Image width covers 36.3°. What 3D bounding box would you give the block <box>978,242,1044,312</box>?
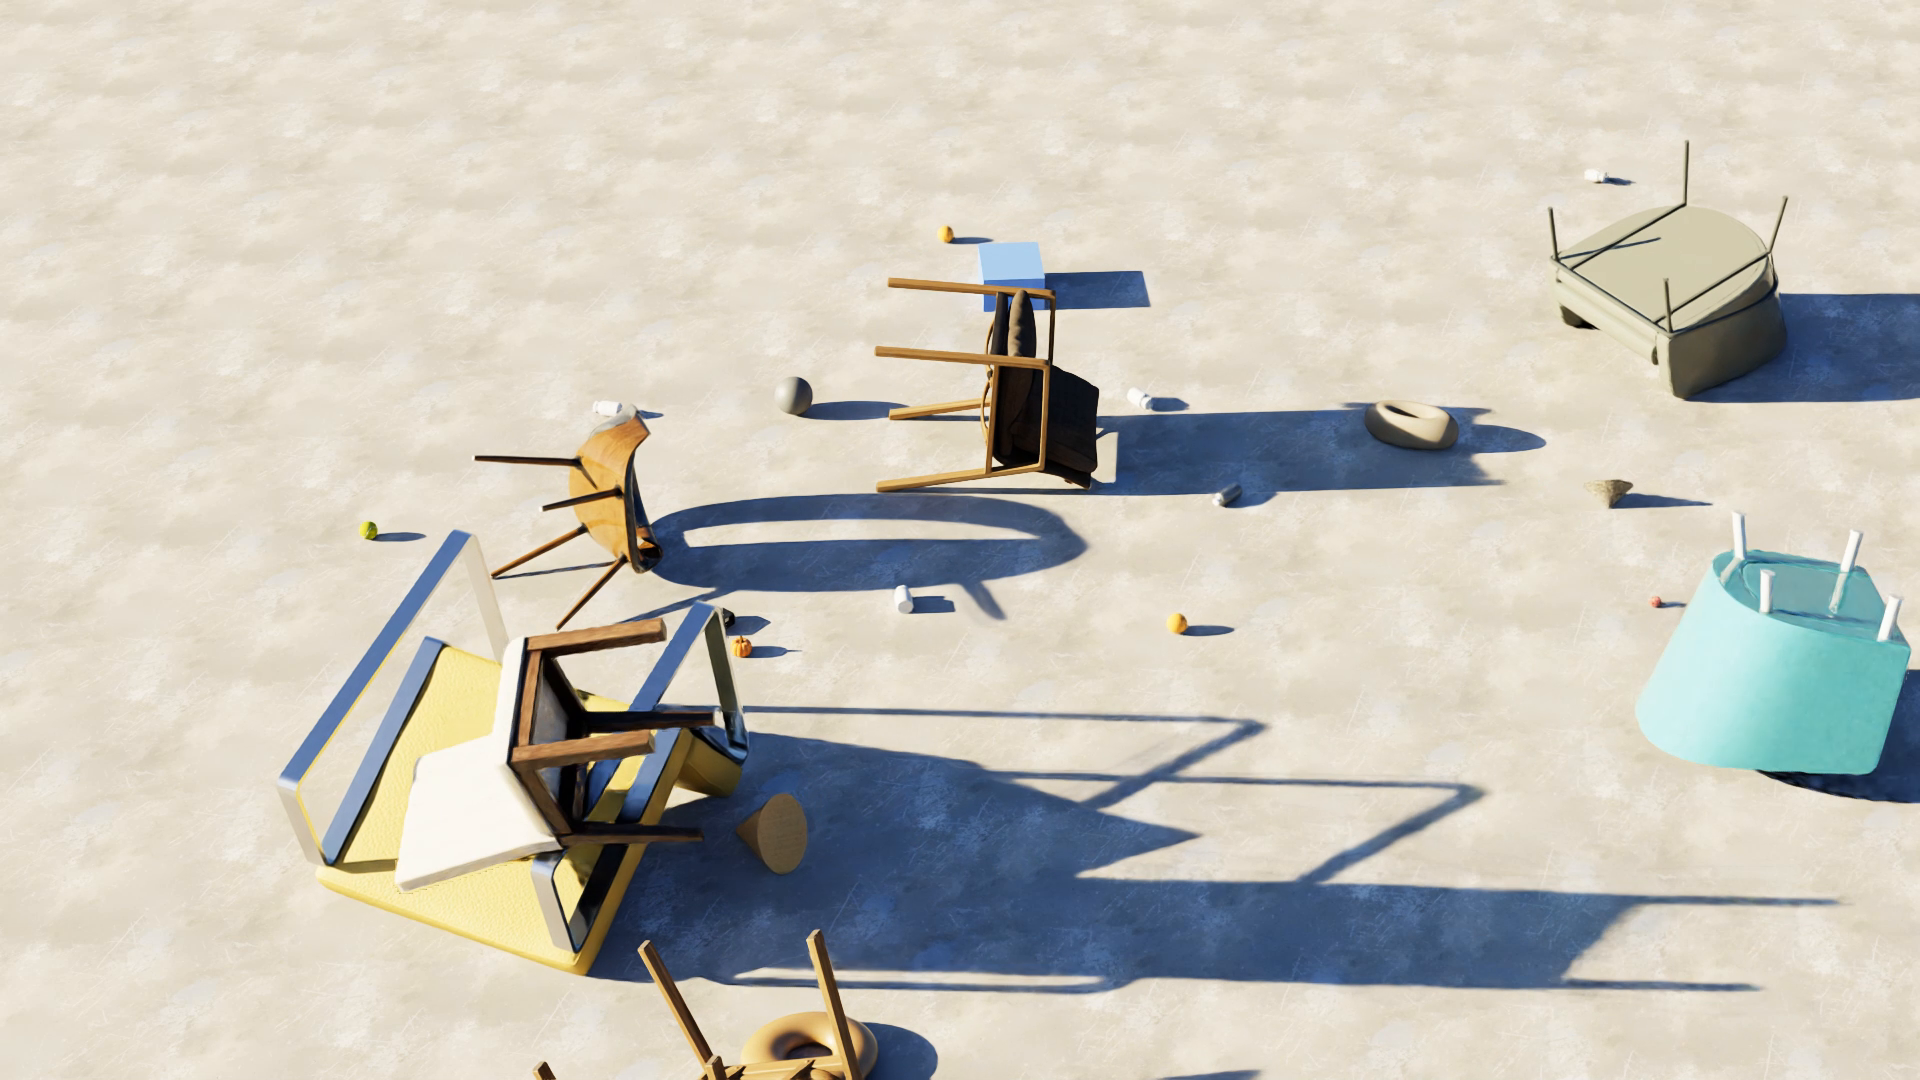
[{"bbox_3d":[0.217,-1.124,12.511,0.259,0.153,0.331,-2,33,-3],"label":"block"}]

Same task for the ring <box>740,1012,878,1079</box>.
[{"bbox_3d":[-0.440,1.508,8.588,0.407,0.075,0.349,-7,33,-10],"label":"ring"}]

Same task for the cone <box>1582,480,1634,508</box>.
[{"bbox_3d":[2.460,-0.163,11.132,0.188,0.094,0.181,-2,-13,21],"label":"cone"}]

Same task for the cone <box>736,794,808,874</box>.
[{"bbox_3d":[-0.648,0.937,9.419,0.199,0.256,0.256,-3,0,-41],"label":"cone"}]

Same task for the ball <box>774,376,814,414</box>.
[{"bbox_3d":[-0.662,-0.575,11.677,0.154,0.154,0.154,0,33,0],"label":"ball"}]

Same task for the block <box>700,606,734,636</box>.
[{"bbox_3d":[-0.864,0.291,10.462,0.066,0.045,0.105,24,40,32],"label":"block"}]

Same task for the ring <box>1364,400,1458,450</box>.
[{"bbox_3d":[1.772,-0.451,11.508,0.382,0.137,0.188,12,34,20],"label":"ring"}]
